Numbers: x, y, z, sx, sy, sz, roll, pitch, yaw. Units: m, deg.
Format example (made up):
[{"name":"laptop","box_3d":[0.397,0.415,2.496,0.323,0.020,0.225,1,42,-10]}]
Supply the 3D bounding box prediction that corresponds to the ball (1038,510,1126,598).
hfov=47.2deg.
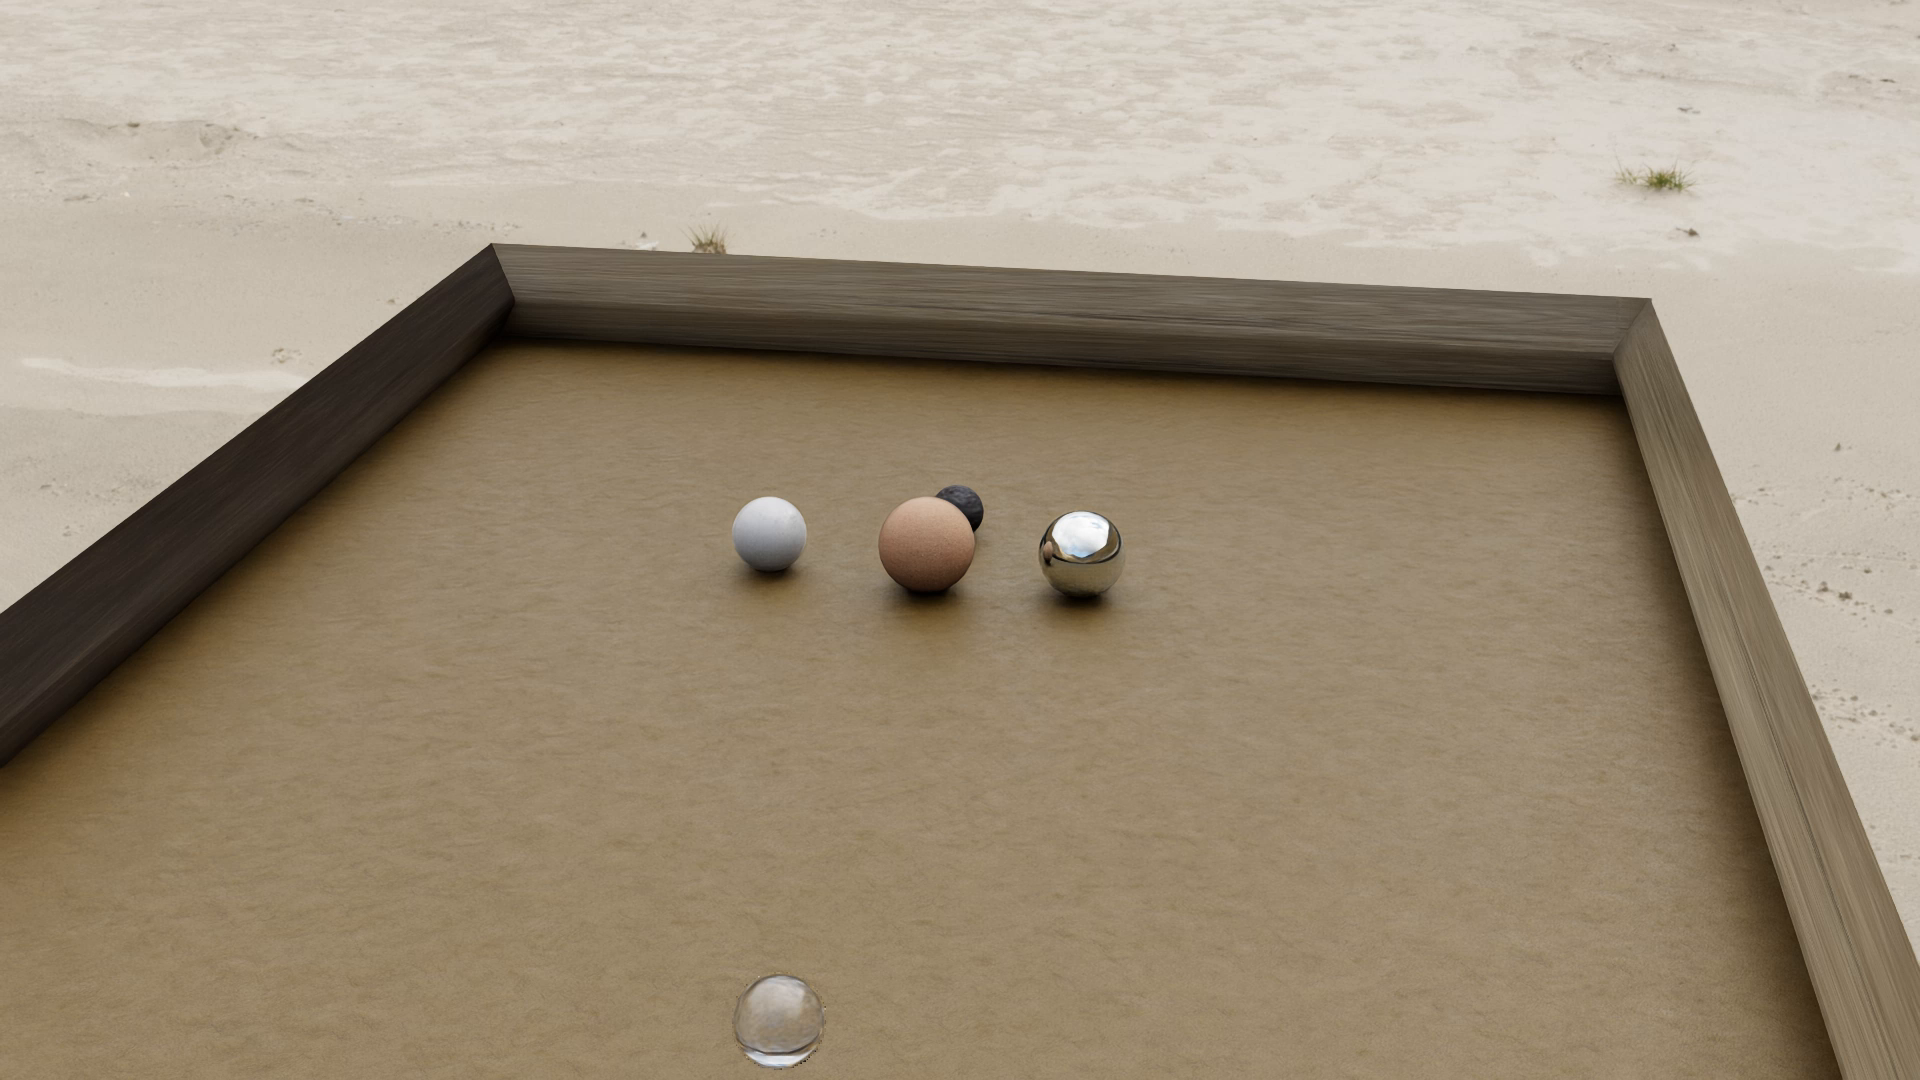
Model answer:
[{"name":"ball","box_3d":[0.125,0.015,2.250,0.090,0.090,0.090,0,23,0]}]

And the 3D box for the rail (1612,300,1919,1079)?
[{"name":"rail","box_3d":[0.618,0.299,1.542,0.045,0.129,2.782,4,24,9]}]

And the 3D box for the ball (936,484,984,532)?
[{"name":"ball","box_3d":[-0.003,-0.031,2.395,0.058,0.058,0.058,0,23,0]}]

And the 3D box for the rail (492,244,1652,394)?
[{"name":"rail","box_3d":[0.111,-0.287,2.892,1.534,0.129,0.045,4,24,9]}]

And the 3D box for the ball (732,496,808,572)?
[{"name":"ball","box_3d":[-0.200,-0.006,2.312,0.079,0.079,0.079,0,23,0]}]

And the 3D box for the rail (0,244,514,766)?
[{"name":"rail","box_3d":[-0.848,0.201,1.768,0.045,0.129,2.782,4,24,9]}]

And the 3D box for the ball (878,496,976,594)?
[{"name":"ball","box_3d":[-0.034,0.005,2.261,0.100,0.100,0.100,0,23,0]}]

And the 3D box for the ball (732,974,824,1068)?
[{"name":"ball","box_3d":[-0.127,0.337,1.541,0.064,0.064,0.064,0,23,0]}]
